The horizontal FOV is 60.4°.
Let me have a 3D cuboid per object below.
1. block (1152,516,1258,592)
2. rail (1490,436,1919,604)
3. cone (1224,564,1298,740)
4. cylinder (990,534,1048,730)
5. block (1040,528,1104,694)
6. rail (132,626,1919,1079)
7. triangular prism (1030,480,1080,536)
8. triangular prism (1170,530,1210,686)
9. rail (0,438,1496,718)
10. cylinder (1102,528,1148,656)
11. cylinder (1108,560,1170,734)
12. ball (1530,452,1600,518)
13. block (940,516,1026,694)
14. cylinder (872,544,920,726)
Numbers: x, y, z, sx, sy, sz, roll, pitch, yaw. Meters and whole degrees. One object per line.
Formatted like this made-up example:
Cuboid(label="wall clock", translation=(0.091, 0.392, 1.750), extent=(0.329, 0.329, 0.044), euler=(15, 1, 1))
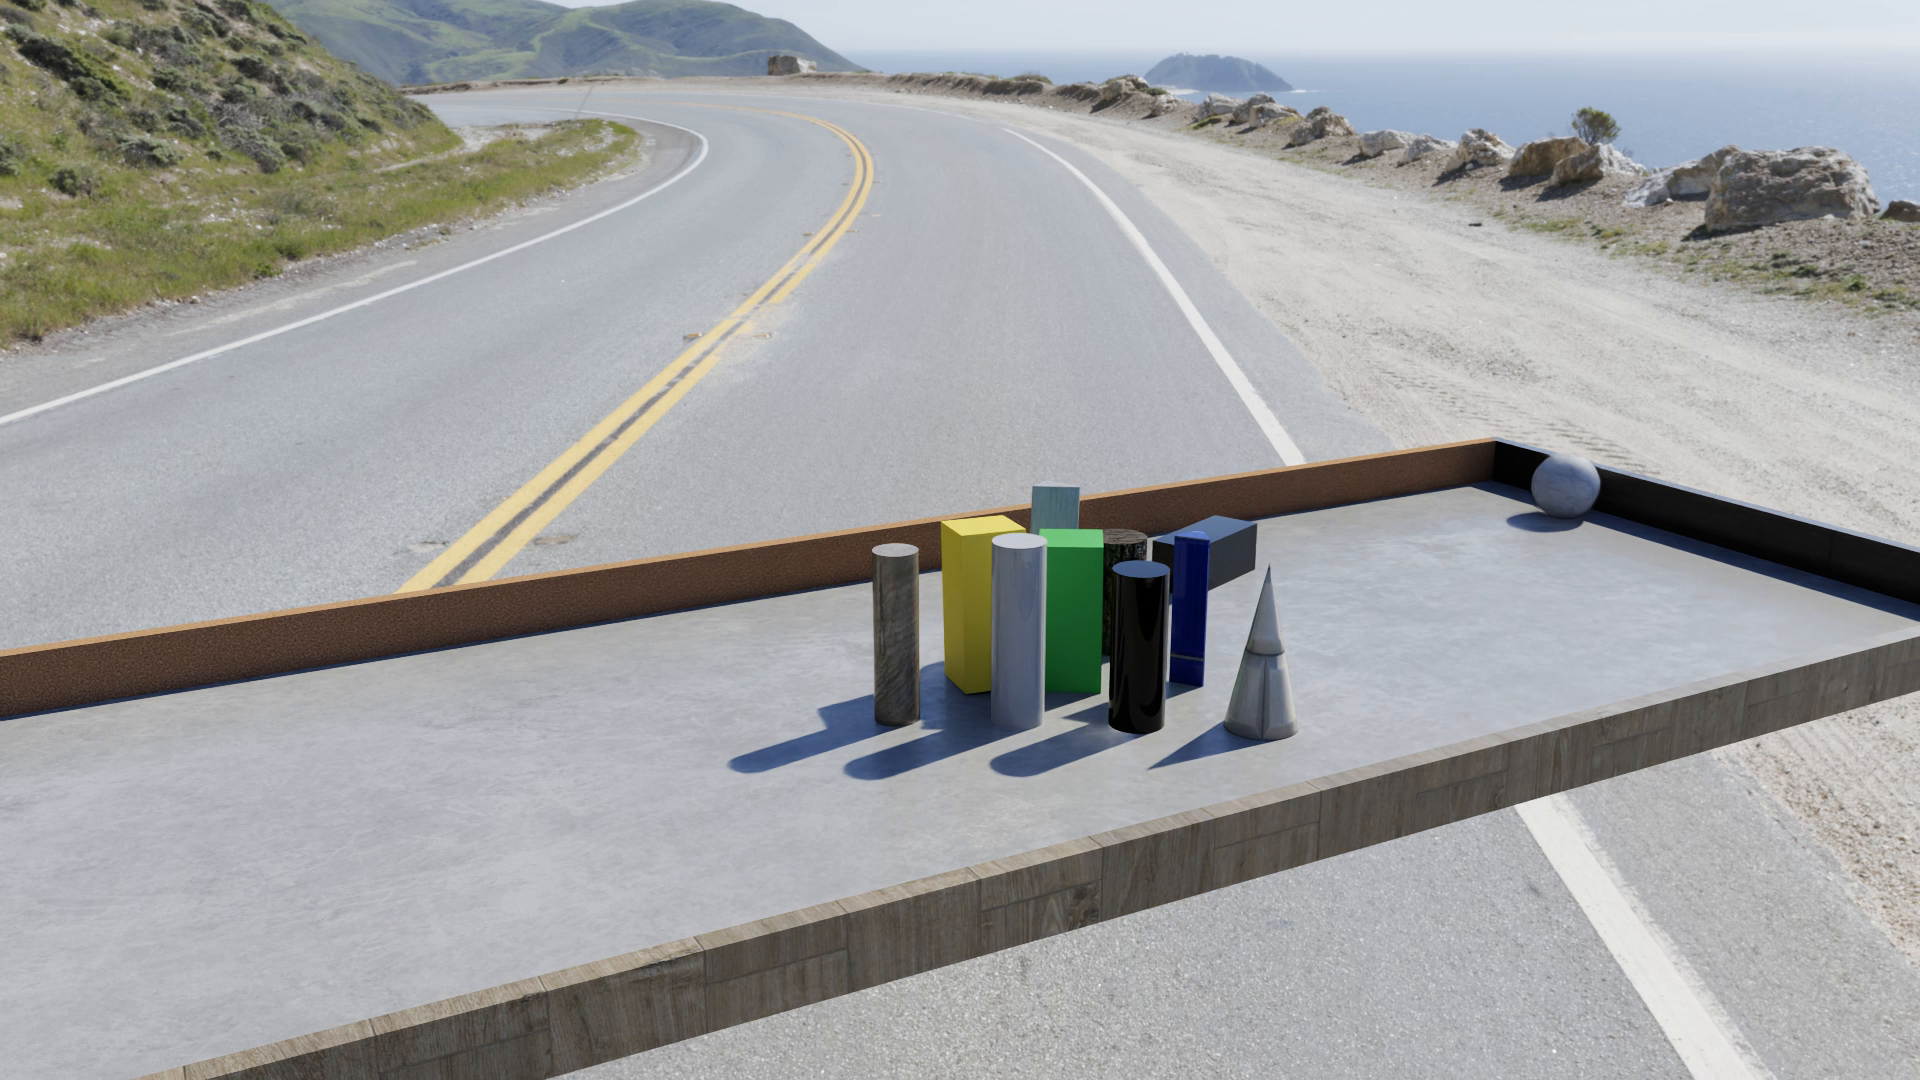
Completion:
Cuboid(label="block", translation=(0.733, 0.046, 4.939), extent=(0.147, 0.147, 0.357), euler=(13, 21, 37))
Cuboid(label="rail", translation=(2.466, -0.048, 5.253), extent=(0.050, 0.150, 2.100), euler=(-9, 18, -27))
Cuboid(label="cone", translation=(0.705, 0.244, 3.811), extent=(0.173, 0.402, 0.173), euler=(0, 16, 0))
Cuboid(label="cylinder", translation=(0.136, 0.214, 3.844), extent=(0.128, 0.442, 0.128), euler=(0, 16, 0))
Cuboid(label="block", translation=(0.274, 0.175, 4.093), extent=(0.156, 0.375, 0.156), euler=(1, 16, 4))
Cuboid(label="rail", translation=(-2.336, 1.006, 1.665), extent=(12.000, 0.150, 0.050), euler=(-9, 18, -27))
Cuboid(label="triangular prism", translation=(0.231, 0.061, 4.375), extent=(0.127, 0.427, 0.110), euler=(1, 10, -12))
Cuboid(label="triangular prism", translation=(0.582, 0.167, 4.108), extent=(0.089, 0.382, 0.077), euler=(7, 18, 24))
Cuboid(label="rail", translation=(-3.305, 0.497, 3.399), extent=(12.000, 0.150, 0.050), euler=(-9, 18, -27))
Cuboid(label="cylinder", translation=(0.414, 0.137, 4.344), extent=(0.147, 0.306, 0.147), euler=(0, 16, 0))
Cuboid(label="cylinder", translation=(0.415, 0.249, 3.834), extent=(0.133, 0.380, 0.133), euler=(0, 16, 0))
Cuboid(label="ball", translation=(2.052, -0.185, 5.595), extent=(0.220, 0.220, 0.220), euler=(0, 16, 0))
Cuboid(label="block", translation=(0.061, 0.157, 4.094), extent=(0.164, 0.399, 0.164), euler=(-6, 15, -18))
Cuboid(label="cylinder", translation=(-0.149, 0.223, 3.858), extent=(0.107, 0.417, 0.107), euler=(0, 16, 0))
